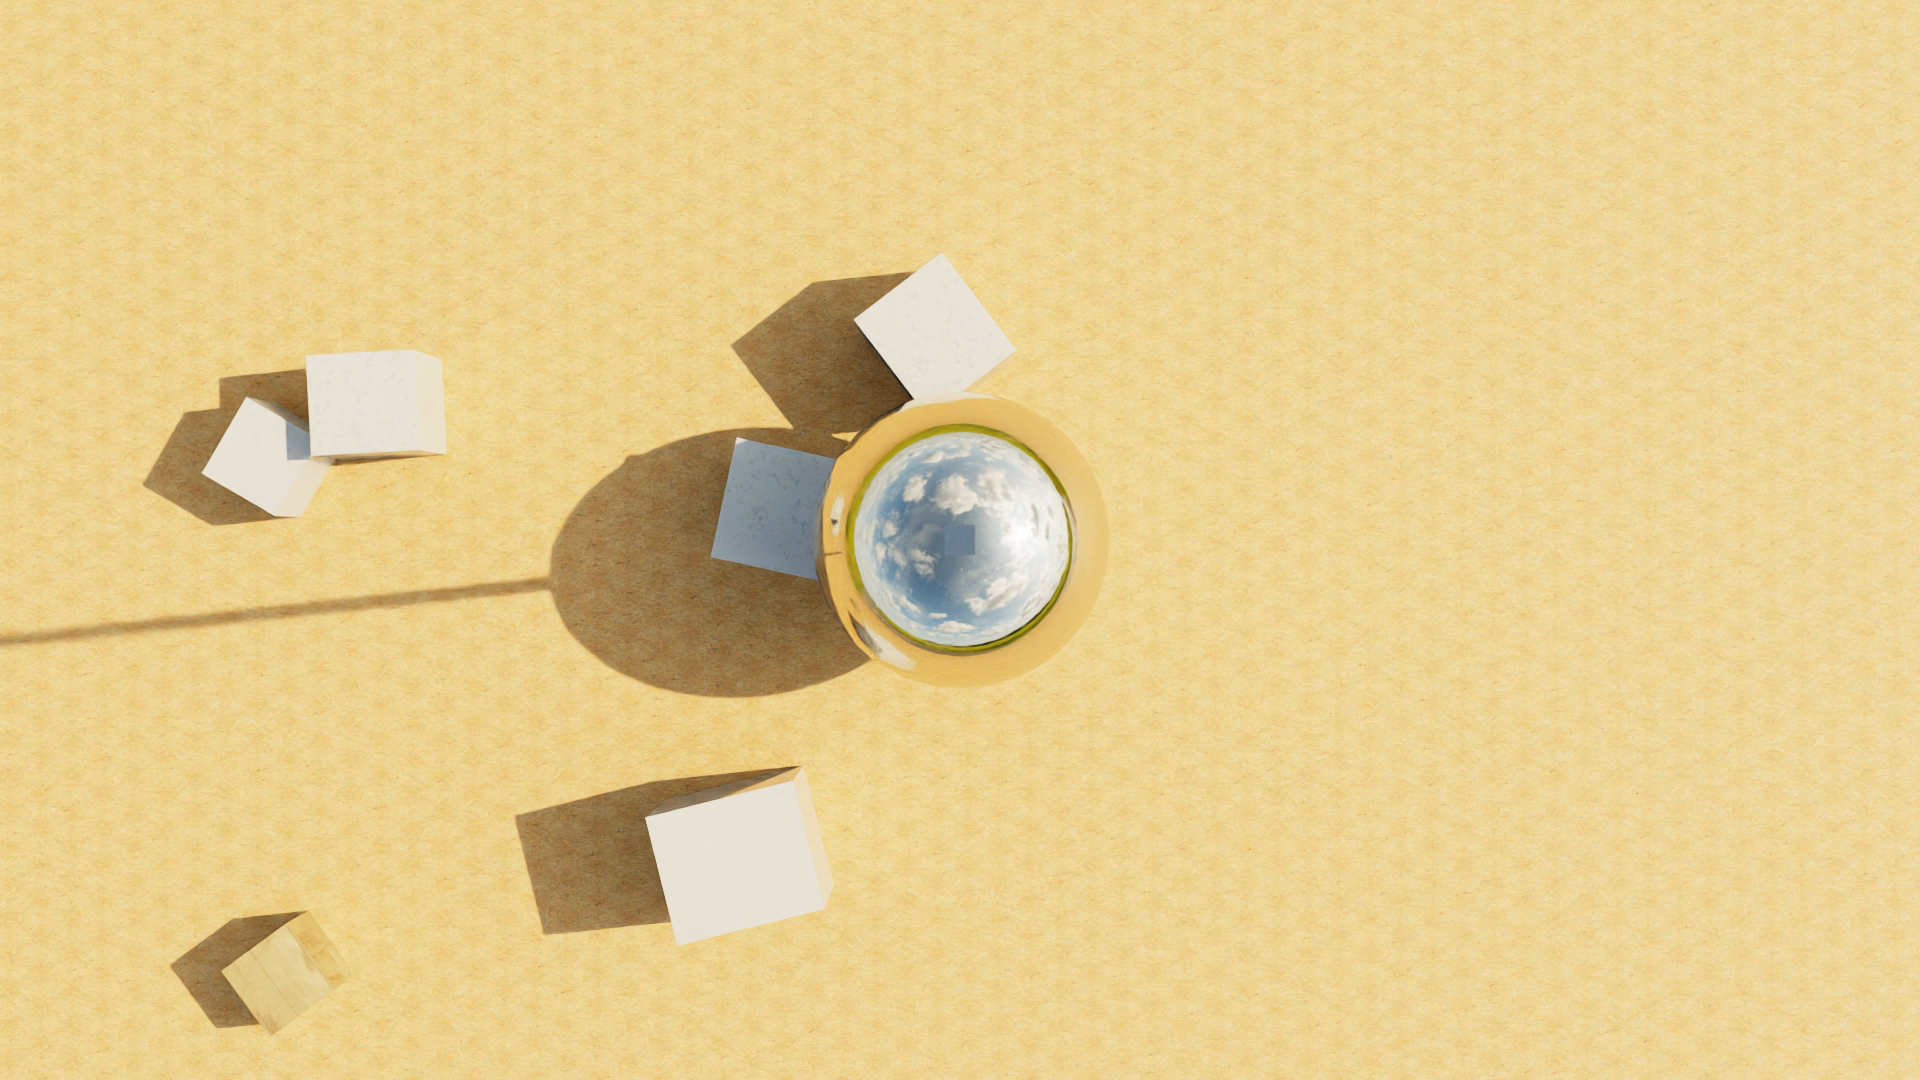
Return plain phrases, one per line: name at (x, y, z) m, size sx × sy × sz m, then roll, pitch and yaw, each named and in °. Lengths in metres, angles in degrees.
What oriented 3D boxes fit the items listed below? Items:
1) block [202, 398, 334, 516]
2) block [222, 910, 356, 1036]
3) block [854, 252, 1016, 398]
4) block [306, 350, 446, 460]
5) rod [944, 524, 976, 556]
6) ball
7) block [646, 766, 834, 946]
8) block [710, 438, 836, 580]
block at (-3.977, -0.475, 12.753) m, size 0.482 × 0.495 × 0.502 m, roll 30°, pitch 90°, yaw 0°
block at (-3.898, 2.517, 12.788) m, size 0.465 × 0.424 × 0.469 m, roll -36°, pitch 90°, yaw 0°
block at (-0.139, -1.146, 12.639) m, size 0.619 × 0.723 × 0.687 m, roll -37°, pitch 90°, yaw 0°
block at (-3.350, -0.770, 12.663) m, size 0.605 × 0.674 × 0.564 m, roll -3°, pitch 90°, yaw 0°
rod at (0.003, 0.000, 8.408) m, size 0.080 × 5.200 × 0.080 m, roll 0°, pitch 90°, yaw 0°
ball at (0.006, 0.000, 11.808) m, size 1.600 × 1.600 × 1.600 m, roll 0°, pitch 90°, yaw 0°
block at (-1.243, 1.787, 12.578) m, size 0.841 × 0.843 × 0.731 m, roll -14°, pitch 90°, yaw 0°
block at (-0.966, -0.162, 12.658) m, size 0.733 × 0.685 × 0.685 m, roll 12°, pitch 90°, yaw 0°
